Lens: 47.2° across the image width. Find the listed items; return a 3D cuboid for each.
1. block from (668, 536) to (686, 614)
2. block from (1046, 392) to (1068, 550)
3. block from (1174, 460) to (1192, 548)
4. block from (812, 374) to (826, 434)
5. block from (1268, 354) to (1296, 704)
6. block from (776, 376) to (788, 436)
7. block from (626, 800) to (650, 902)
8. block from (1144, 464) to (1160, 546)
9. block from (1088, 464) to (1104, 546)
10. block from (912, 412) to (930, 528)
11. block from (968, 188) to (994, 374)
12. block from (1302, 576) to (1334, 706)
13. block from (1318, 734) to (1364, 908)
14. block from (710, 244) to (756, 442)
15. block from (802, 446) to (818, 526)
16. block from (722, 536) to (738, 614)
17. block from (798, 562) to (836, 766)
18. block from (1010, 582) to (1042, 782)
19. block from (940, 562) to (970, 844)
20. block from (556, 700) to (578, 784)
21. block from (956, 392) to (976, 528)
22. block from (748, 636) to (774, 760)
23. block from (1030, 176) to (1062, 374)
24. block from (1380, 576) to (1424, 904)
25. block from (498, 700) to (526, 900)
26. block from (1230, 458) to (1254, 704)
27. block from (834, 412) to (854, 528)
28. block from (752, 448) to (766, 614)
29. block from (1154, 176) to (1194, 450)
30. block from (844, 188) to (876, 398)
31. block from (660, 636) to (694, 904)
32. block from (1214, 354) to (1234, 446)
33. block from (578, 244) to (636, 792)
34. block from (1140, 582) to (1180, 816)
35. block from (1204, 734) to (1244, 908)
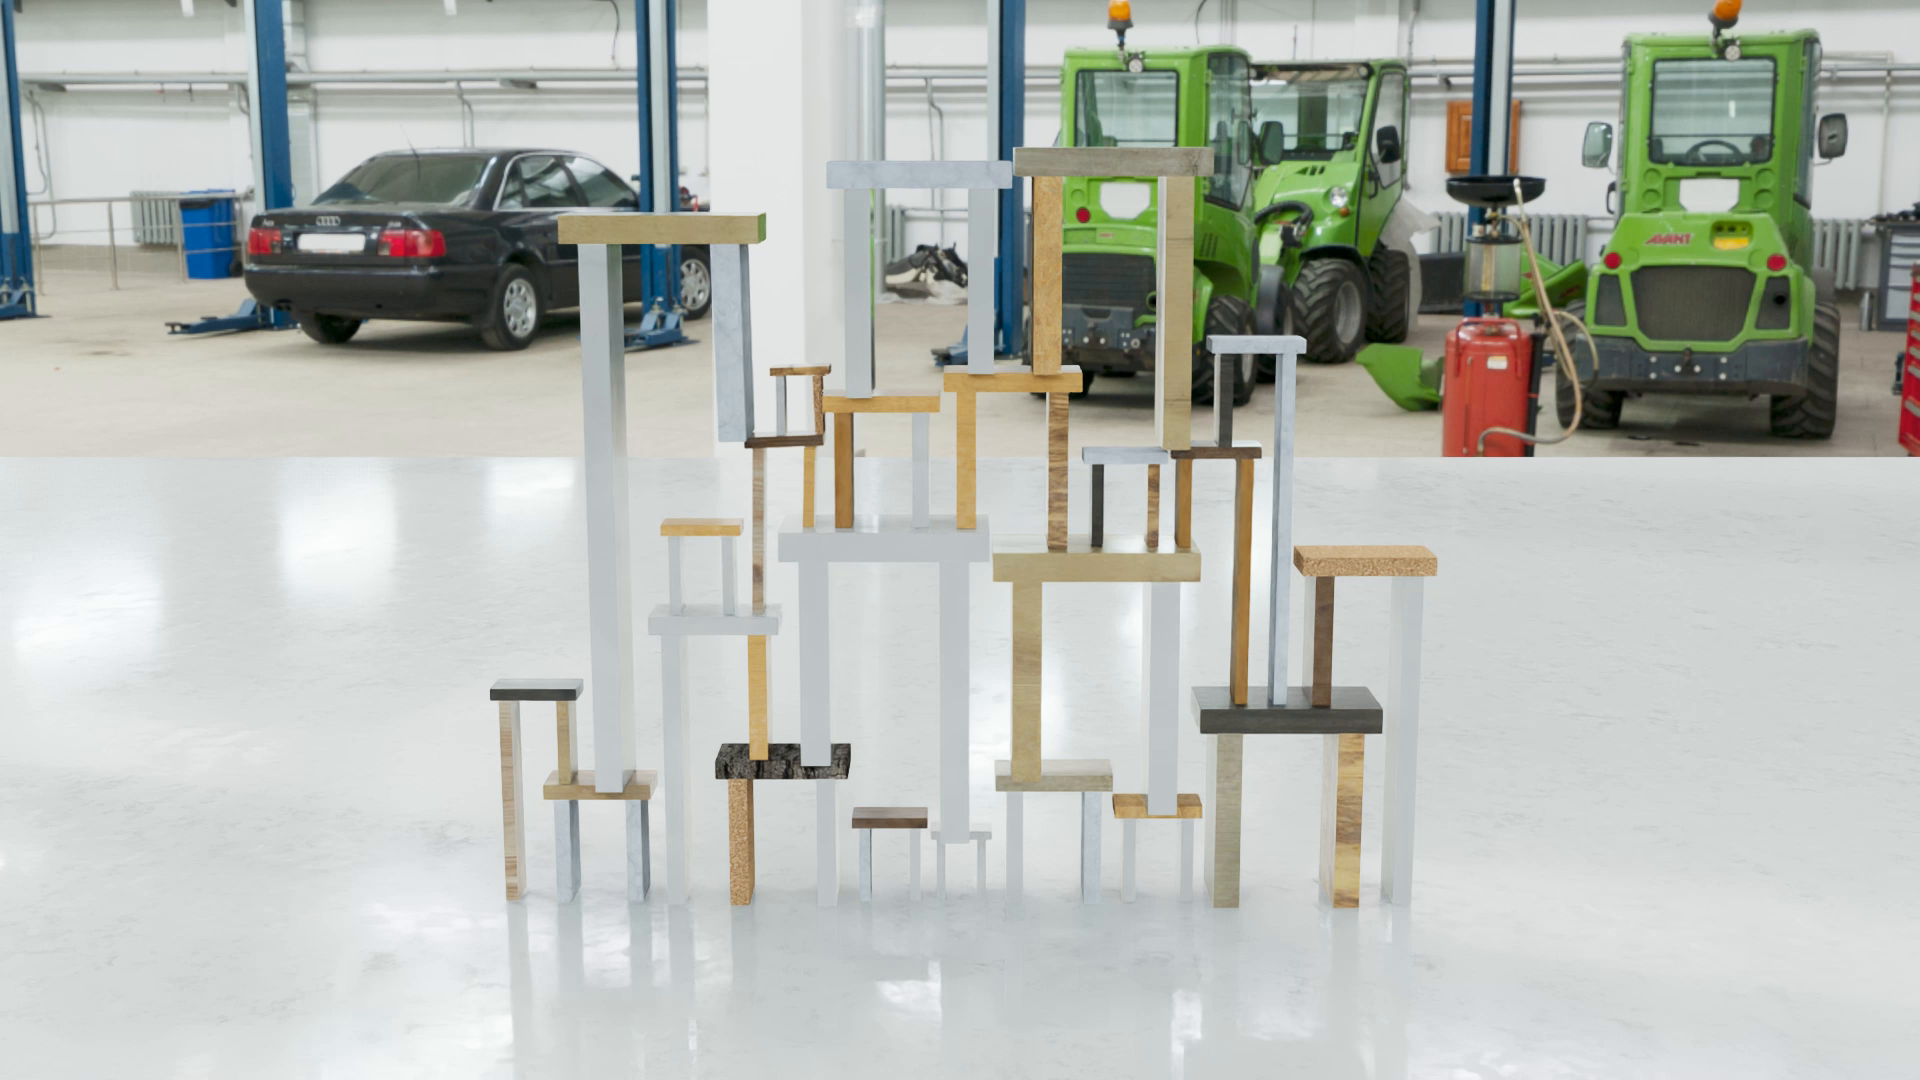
[{"bbox_3d":[-0.459,0.051,3.572,0.018,0.128,0.064,0,11,0],"label":"block"},{"bbox_3d":[0.156,-0.119,3.540,0.031,0.252,0.109,0,11,0],"label":"block"},{"bbox_3d":[0.360,-0.065,3.544,0.020,0.143,0.072,0,11,0],"label":"block"},{"bbox_3d":[-0.225,-0.220,3.516,0.013,0.094,0.047,-2,12,1],"label":"block"},{"bbox_3d":[0.519,-0.020,3.552,0.021,0.571,0.074,0,11,0],"label":"block"},{"bbox_3d":[-0.285,-0.218,3.517,0.013,0.094,0.047,0,12,0],"label":"block"},{"bbox_3d":[-0.535,0.503,3.656,0.025,0.176,0.088,0,11,0],"label":"block"},{"bbox_3d":[0.310,-0.061,3.549,0.019,0.134,0.067,0,11,0],"label":"block"},{"bbox_3d":[0.220,-0.061,3.550,0.019,0.134,0.067,0,11,0],"label":"block"},{"bbox_3d":[-0.062,-0.119,3.539,0.026,0.185,0.093,0,11,0],"label":"block"},{"bbox_3d":[0.033,-0.414,3.485,0.041,0.286,0.143,0,11,0],"label":"block"},{"bbox_3d":[0.585,0.154,3.592,0.030,0.214,0.107,0,11,0],"label":"block"},{"bbox_3d":[0.632,0.444,3.647,0.042,0.294,0.147,0,11,0],"label":"block"},{"bbox_3d":[-0.360,-0.319,3.496,0.044,0.308,0.154,-1,11,0],"label":"block"},{"bbox_3d":[-0.241,-0.089,3.542,0.018,0.126,0.063,2,11,0],"label":"block"},{"bbox_3d":[-0.374,0.051,3.572,0.018,0.128,0.064,0,10,0],"label":"block"},{"bbox_3d":[-0.232,0.184,3.592,0.047,0.335,0.167,0,11,0],"label":"block"},{"bbox_3d":[0.107,0.213,3.597,0.047,0.329,0.165,0,11,0],"label":"block"},{"bbox_3d":[-0.009,0.248,3.604,0.047,0.465,0.167,0,11,0],"label":"block"},{"bbox_3d":[-0.646,0.324,3.619,0.020,0.140,0.070,0,11,0],"label":"block"},{"bbox_3d":[0.010,-0.135,3.537,0.031,0.219,0.109,0,11,0],"label":"block"},{"bbox_3d":[-0.327,0.246,3.605,0.030,0.209,0.104,0,11,0],"label":"block"},{"bbox_3d":[0.136,-0.422,3.479,0.043,0.305,0.153,0,11,0],"label":"block"},{"bbox_3d":[0.728,0.319,3.622,0.030,0.550,0.107,0,11,0],"label":"block"},{"bbox_3d":[-0.740,0.422,3.638,0.020,0.341,0.070,0,11,0],"label":"block"},{"bbox_3d":[0.457,0.062,3.569,0.020,0.402,0.072,0,10,0],"label":"block"},{"bbox_3d":[-0.186,-0.119,3.539,0.026,0.185,0.093,0,11,0],"label":"block"},{"bbox_3d":[-0.324,-0.018,3.555,0.018,0.270,0.063,1,10,-1],"label":"block"},{"bbox_3d":[0.340,-0.364,3.491,0.043,0.424,0.153,0,11,0],"label":"block"},{"bbox_3d":[-0.159,-0.395,3.489,0.041,0.324,0.143,0,11,1],"label":"block"},{"bbox_3d":[-0.466,0.367,3.628,0.030,0.454,0.104,0,11,0],"label":"block"},{"bbox_3d":[0.421,-0.228,3.510,0.021,0.148,0.074,0,11,0],"label":"block"},{"bbox_3d":[-0.567,-0.038,3.547,0.044,0.879,0.154,0,11,0],"label":"block"},{"bbox_3d":[0.327,0.241,3.602,0.047,0.385,0.165,0,11,0],"label":"block"},{"bbox_3d":[0.436,0.444,3.647,0.042,0.294,0.147,0,11,0],"label":"block"}]
